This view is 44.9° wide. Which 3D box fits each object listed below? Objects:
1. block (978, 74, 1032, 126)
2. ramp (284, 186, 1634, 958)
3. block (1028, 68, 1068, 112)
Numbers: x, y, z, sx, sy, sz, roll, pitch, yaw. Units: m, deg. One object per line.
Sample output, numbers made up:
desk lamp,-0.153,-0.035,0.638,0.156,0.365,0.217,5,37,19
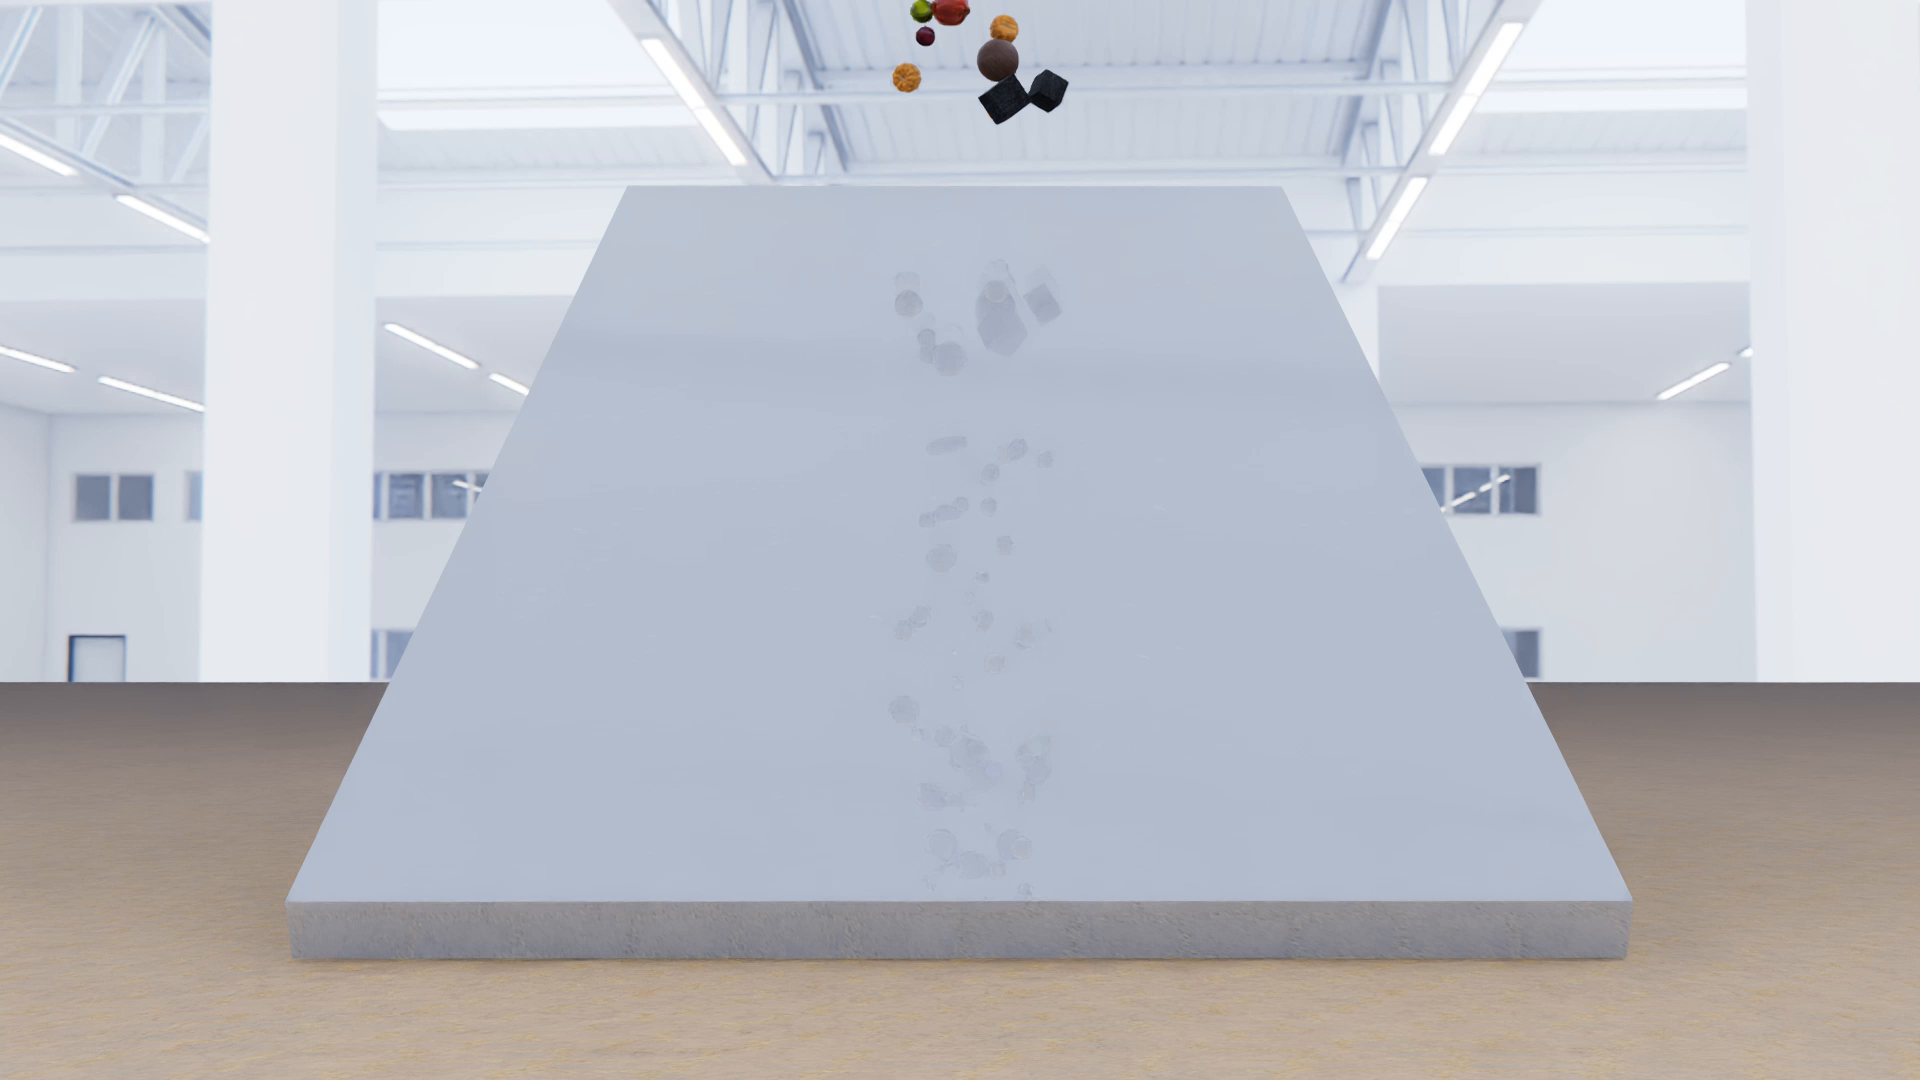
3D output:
block,0.131,-1.280,6.752,0.097,0.097,0.097,-39,12,-14
ramp,-0.008,-0.228,5.295,2.000,0.100,4.000,0,24,0
block,0.261,-1.338,6.929,0.080,0.080,0.080,27,-20,-19
